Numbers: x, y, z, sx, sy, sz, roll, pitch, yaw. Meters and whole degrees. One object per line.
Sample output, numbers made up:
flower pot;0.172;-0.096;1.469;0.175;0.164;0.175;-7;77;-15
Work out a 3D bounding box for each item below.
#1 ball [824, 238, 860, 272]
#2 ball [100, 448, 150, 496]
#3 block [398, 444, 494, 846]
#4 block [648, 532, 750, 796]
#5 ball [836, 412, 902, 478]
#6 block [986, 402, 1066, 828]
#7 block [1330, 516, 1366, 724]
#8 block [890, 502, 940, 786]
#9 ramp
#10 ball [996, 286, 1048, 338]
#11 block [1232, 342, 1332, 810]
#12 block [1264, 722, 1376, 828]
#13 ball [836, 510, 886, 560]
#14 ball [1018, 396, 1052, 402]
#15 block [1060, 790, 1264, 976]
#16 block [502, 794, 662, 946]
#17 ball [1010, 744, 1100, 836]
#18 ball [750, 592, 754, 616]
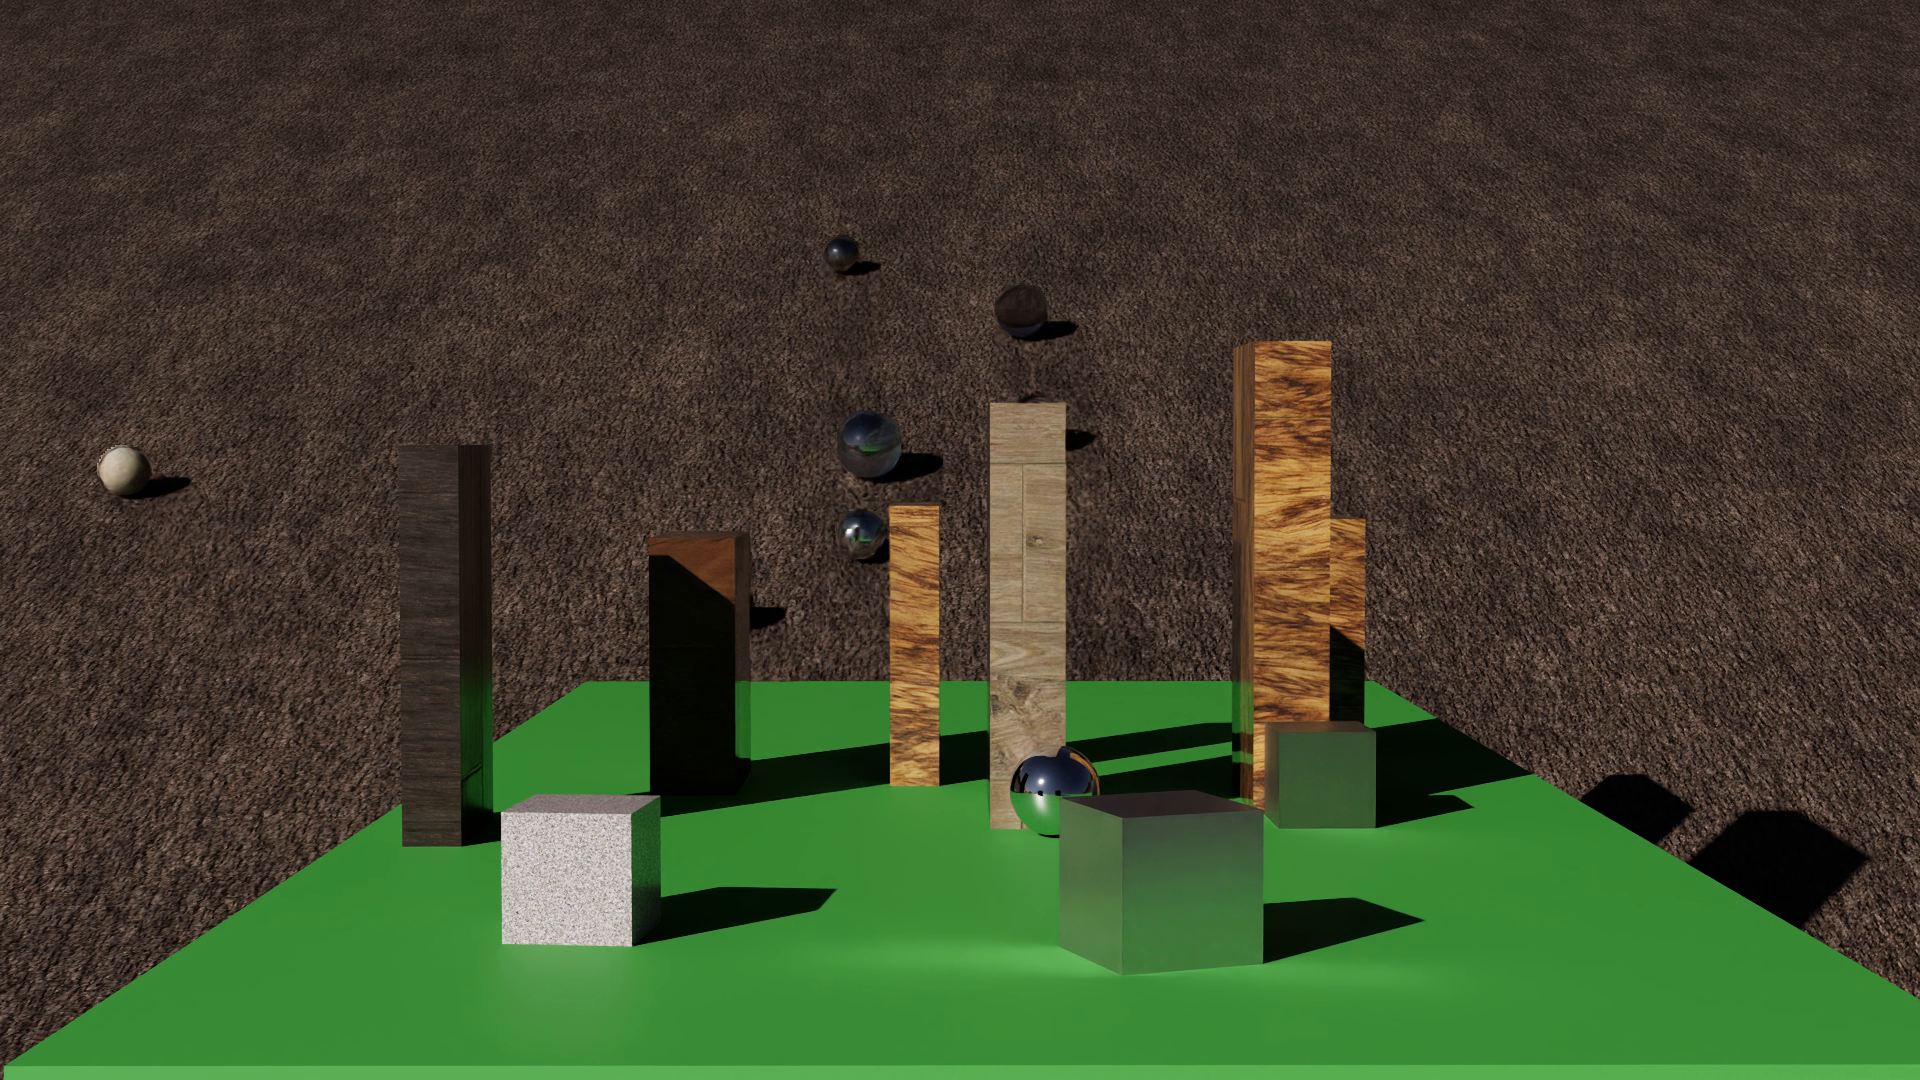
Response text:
ball;-0.459;-1.103;9.967;0.137;0.137;0.137;0;23;0
ball;-2.559;-0.210;7.894;0.149;0.149;0.149;0;23;0
block;-0.801;0.156;4.023;0.090;0.607;0.271;0;2;0
block;-0.463;0.213;4.610;0.148;0.446;0.326;0;2;0
ball;-0.282;-0.294;8.017;0.206;0.206;0.206;0;23;0
block;0.107;0.113;4.262;0.119;0.673;0.405;0;2;0
block;0.747;0.184;5.149;0.084;0.459;0.255;0;2;0
block;-0.081;0.183;4.701;0.087;0.498;0.274;0;2;0
ramp;0.054;0.488;4.541;2.000;0.100;4.000;0;2;0
ball;0.221;-0.821;9.256;0.187;0.187;0.187;0;23;0
block;0.543;0.057;4.377;0.124;0.775;0.327;0;2;0
block;0.579;0.377;4.148;0.153;0.153;0.153;0;2;-2
ball;-0.285;-0.014;7.447;0.146;0.146;0.146;0;23;0
ball;0.239;-0.375;8.239;0.177;0.177;0.177;0;23;0
block;0.239;0.406;3.077;0.182;0.182;0.182;-1;2;-21
block;-0.472;0.411;3.220;0.162;0.162;0.162;0;2;6
ball;0.148;0.389;3.999;0.142;0.142;0.142;0;23;0
ball;-0.627;0.175;7.031;0.131;0.131;0.131;0;23;0
